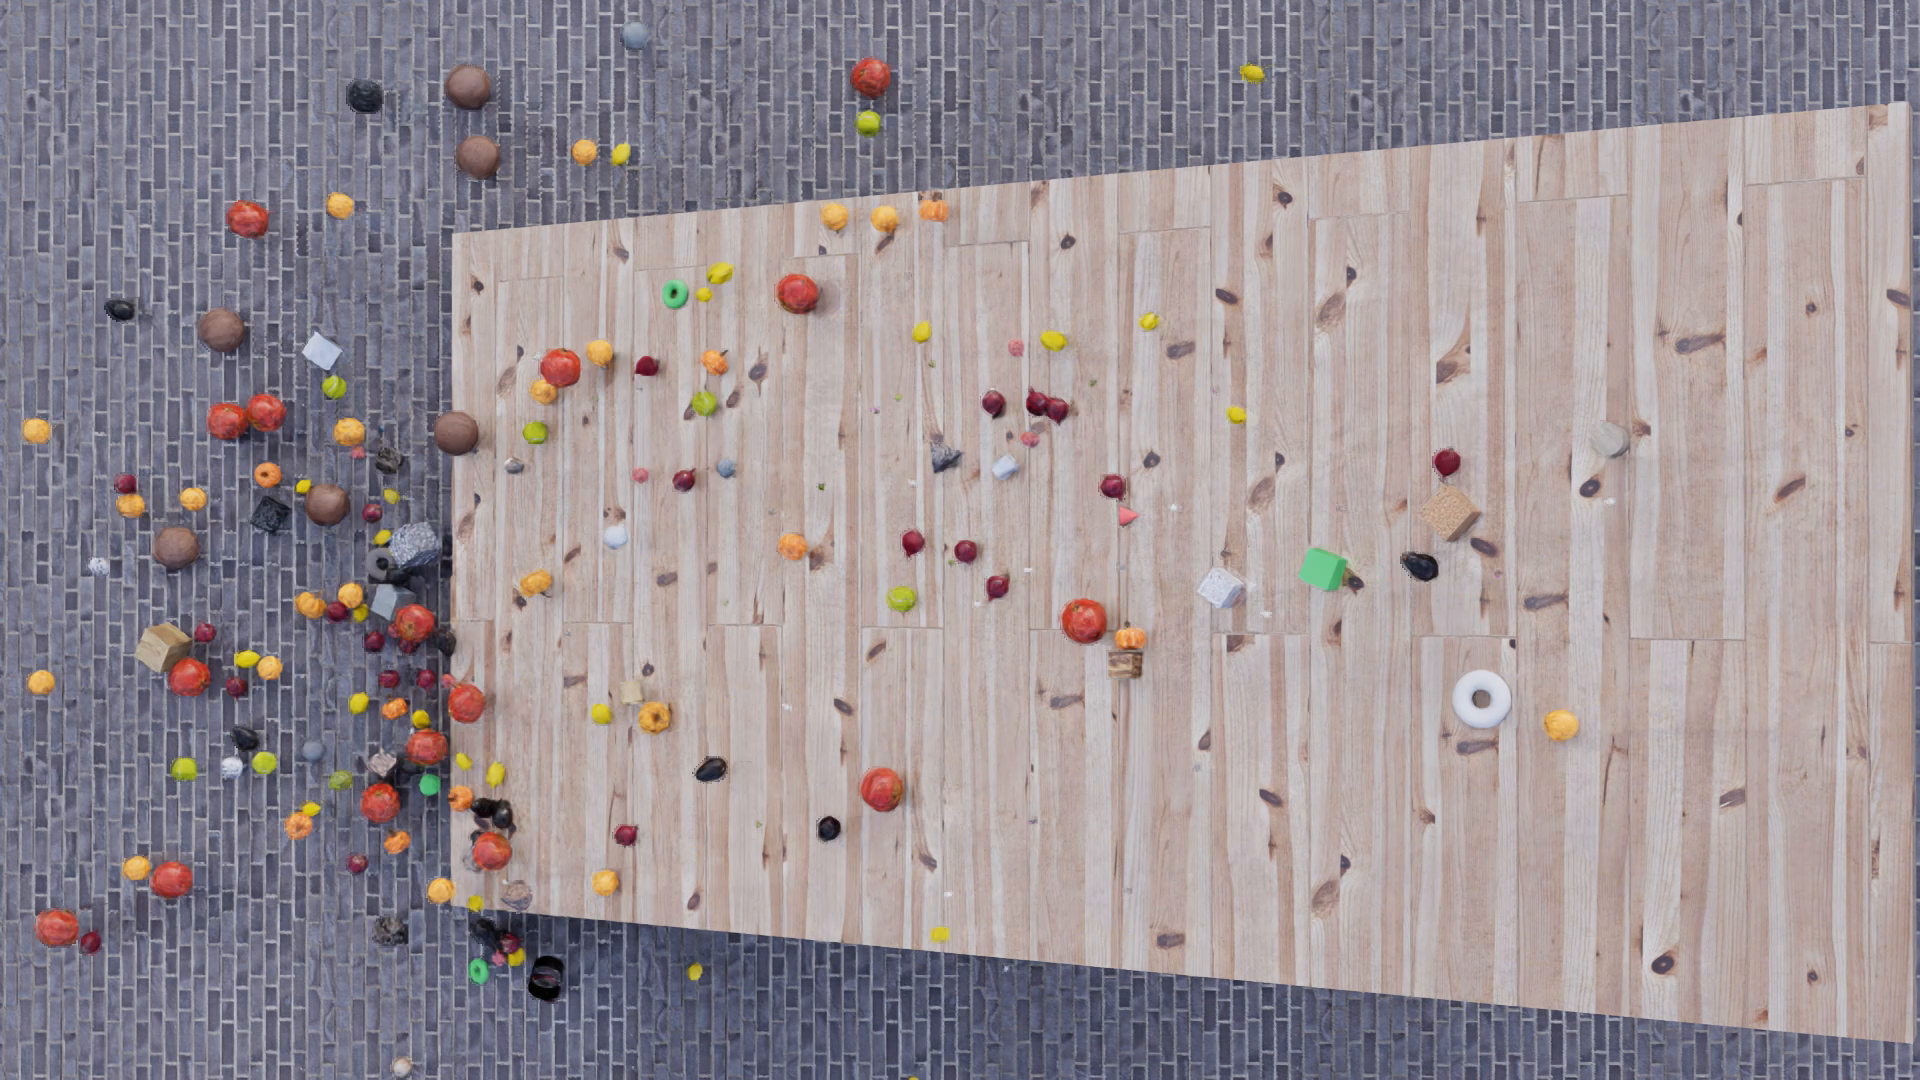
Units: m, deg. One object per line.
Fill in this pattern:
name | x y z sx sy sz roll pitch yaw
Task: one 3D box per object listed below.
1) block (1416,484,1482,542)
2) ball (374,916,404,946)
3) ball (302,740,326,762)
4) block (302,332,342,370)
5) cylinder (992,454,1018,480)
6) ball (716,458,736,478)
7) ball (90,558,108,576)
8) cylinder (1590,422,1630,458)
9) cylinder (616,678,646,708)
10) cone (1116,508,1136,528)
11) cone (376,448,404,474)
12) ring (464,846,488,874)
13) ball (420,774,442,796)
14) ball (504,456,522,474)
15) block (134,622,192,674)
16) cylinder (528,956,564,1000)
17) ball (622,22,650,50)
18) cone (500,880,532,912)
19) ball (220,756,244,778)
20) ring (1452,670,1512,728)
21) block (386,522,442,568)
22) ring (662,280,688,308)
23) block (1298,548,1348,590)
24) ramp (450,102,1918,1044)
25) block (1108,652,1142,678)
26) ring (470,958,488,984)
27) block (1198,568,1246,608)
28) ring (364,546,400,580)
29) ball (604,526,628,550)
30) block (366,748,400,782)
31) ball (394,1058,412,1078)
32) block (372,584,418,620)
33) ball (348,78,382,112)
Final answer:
block | 1.133 -0.062 5.090 0.092 0.092 0.092 46 109 21
ball | -1.706 1.172 6.577 0.089 0.089 0.089 0 89 0
ball | -1.938 0.631 6.594 0.068 0.068 0.068 0 89 0
block | -1.911 -0.566 6.586 0.076 0.076 0.076 35 89 -32
cylinder | 0.116 -0.188 5.655 0.050 0.050 0.050 -41 90 22
ball | -0.645 -0.199 6.058 0.051 0.051 0.051 0 89 0
ball | -2.587 0.079 6.606 0.055 0.055 0.055 0 89 0
cylinder | 1.457 -0.224 4.930 0.075 0.075 0.075 0 89 28
cylinder | -0.926 0.431 6.192 0.063 0.063 0.063 -26 61 0
cone | 0.426 -0.062 5.504 0.052 0.052 0.052 -20 89 -28
cone | -1.691 -0.219 6.565 0.086 0.086 0.086 -15 124 -24
ring | -1.428 0.944 6.475 0.083 0.028 0.083 0 91 28
ball | -1.575 0.728 6.536 0.063 0.063 0.063 0 89 0
ball | -1.301 -0.217 6.407 0.050 0.050 0.050 0 89 0
block | -2.374 0.321 6.557 0.099 0.099 0.099 33 110 14
cylinder | -1.230 1.301 6.540 0.091 0.091 0.091 1 127 2
ball | -0.975 -1.517 6.610 0.080 0.080 0.080 0 89 0
cone | -1.304 1.036 6.373 0.091 0.091 0.091 0 89 28
ball | -2.183 0.681 6.595 0.065 0.065 0.065 0 89 0
ring | 1.204 0.367 5.075 0.135 0.045 0.135 0 90 27
block | -1.626 0.015 6.552 0.096 0.096 0.096 -37 74 31
ring | -0.798 -0.689 6.158 0.082 0.027 0.082 -2 87 31
block | 0.865 0.070 5.239 0.077 0.077 0.077 24 100 26
ramp | 0.276 0.078 5.652 4.000 0.100 2.000 0 89 28
block | 0.412 0.312 5.485 0.062 0.062 0.062 2 90 28
ring | -1.441 1.291 6.591 0.077 0.026 0.077 5 98 41
block | 0.637 0.117 5.364 0.070 0.070 0.070 39 107 23
ring | -1.737 0.071 6.614 0.104 0.035 0.104 0 95 -5
ball | -0.963 -0.008 6.154 0.068 0.068 0.068 0 89 0
block | -1.725 0.673 6.577 0.064 0.064 0.064 36 69 5
ball | -1.670 1.582 6.590 0.056 0.056 0.056 0 89 0
block | -1.690 0.186 6.570 0.083 0.083 0.083 23 99 30
ball | -1.784 -1.333 6.598 0.099 0.099 0.099 0 89 0
